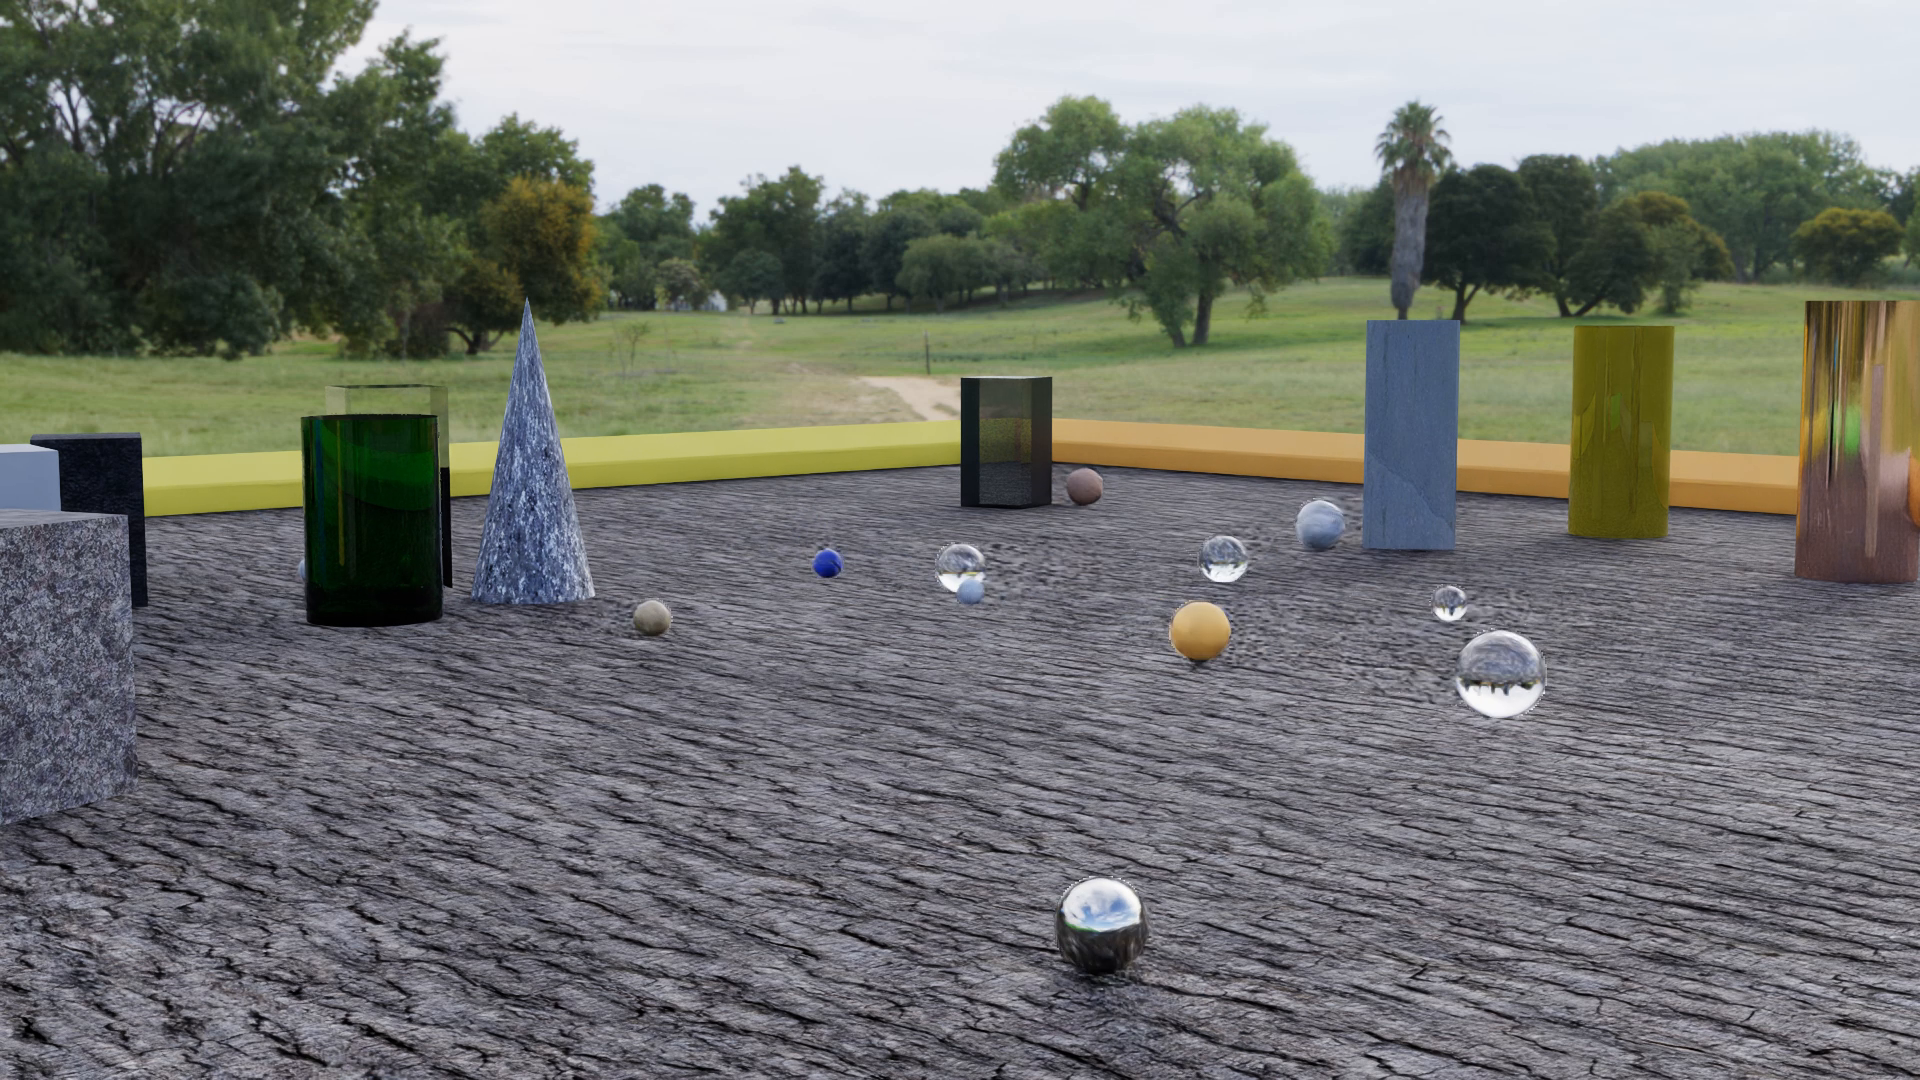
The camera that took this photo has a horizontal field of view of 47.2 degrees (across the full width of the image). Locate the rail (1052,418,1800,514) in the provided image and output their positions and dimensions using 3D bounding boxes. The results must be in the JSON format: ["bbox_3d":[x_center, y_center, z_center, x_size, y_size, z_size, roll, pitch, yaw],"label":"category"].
[{"bbox_3d":[1.674,-0.129,4.868,0.045,0.124,4.417,-6,8,-42],"label":"rail"}]

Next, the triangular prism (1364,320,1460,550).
[{"bbox_3d":[0.843,-0.201,4.136,0.166,0.423,0.143,1,6,8],"label":"triangular prism"}]

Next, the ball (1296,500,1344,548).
[{"bbox_3d":[0.669,-0.028,4.085,0.090,0.090,0.090,0,6,0],"label":"ball"}]

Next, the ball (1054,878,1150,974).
[{"bbox_3d":[0.095,0.259,1.479,0.063,0.063,0.063,0,6,0],"label":"ball"}]

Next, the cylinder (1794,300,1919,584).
[{"bbox_3d":[1.492,-0.166,3.639,0.191,0.457,0.191,0,6,0],"label":"cylinder"}]

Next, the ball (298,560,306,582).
[{"bbox_3d":[-1.043,0.048,3.552,0.049,0.049,0.049,0,6,0],"label":"ball"}]

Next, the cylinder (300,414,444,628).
[{"bbox_3d":[-0.844,-0.032,3.159,0.191,0.290,0.191,0,6,0],"label":"cylinder"}]

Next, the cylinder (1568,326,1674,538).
[{"bbox_3d":[1.305,-0.217,4.342,0.191,0.410,0.191,0,6,0],"label":"cylinder"}]

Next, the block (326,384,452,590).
[{"bbox_3d":[-0.914,-0.085,3.517,0.153,0.321,0.153,-4,7,-30],"label":"block"}]

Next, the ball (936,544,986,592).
[{"bbox_3d":[0.002,0.045,3.446,0.078,0.078,0.078,0,6,0],"label":"ball"}]

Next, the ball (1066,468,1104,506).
[{"bbox_3d":[0.283,-0.121,4.985,0.085,0.085,0.085,0,6,0],"label":"ball"}]

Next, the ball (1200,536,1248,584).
[{"bbox_3d":[0.428,0.031,3.573,0.078,0.078,0.078,0,6,0],"label":"ball"}]

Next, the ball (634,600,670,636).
[{"bbox_3d":[-0.419,0.107,2.990,0.050,0.050,0.050,0,6,0],"label":"ball"}]

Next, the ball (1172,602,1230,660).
[{"bbox_3d":[0.305,0.115,2.789,0.075,0.075,0.075,0,6,0],"label":"ball"}]

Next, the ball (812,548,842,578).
[{"bbox_3d":[-0.219,0.039,3.635,0.049,0.049,0.049,0,6,0],"label":"ball"}]

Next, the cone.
[{"bbox_3d":[-0.663,-0.144,3.393,0.191,0.464,0.191,0,6,0],"label":"cone"}]

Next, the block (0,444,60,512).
[{"bbox_3d":[-1.107,0.042,2.473,0.153,0.287,0.153,-4,7,-35],"label":"block"}]

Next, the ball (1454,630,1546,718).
[{"bbox_3d":[0.588,0.146,2.395,0.096,0.096,0.096,0,6,0],"label":"ball"}]

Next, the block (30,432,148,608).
[{"bbox_3d":[-1.316,-0.031,3.325,0.153,0.253,0.153,-2,6,-21],"label":"block"}]

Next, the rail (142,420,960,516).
[{"bbox_3d":[-1.482,-0.136,4.929,4.602,0.124,0.045,-6,8,-42],"label":"rail"}]

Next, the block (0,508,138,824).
[{"bbox_3d":[-0.863,0.108,1.990,0.153,0.256,0.153,3,7,26],"label":"block"}]

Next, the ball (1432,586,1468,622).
[{"bbox_3d":[0.699,0.091,3.137,0.050,0.050,0.050,0,6,0],"label":"ball"}]

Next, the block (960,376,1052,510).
[{"bbox_3d":[0.105,-0.223,4.970,0.153,0.290,0.153,3,7,29],"label":"block"}]

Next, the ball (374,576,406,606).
[{"bbox_3d":[-0.854,0.077,3.295,0.046,0.046,0.046,0,6,0],"label":"ball"}]

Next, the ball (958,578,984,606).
[{"bbox_3d":[0.016,0.078,3.308,0.041,0.041,0.041,0,6,0],"label":"ball"}]
